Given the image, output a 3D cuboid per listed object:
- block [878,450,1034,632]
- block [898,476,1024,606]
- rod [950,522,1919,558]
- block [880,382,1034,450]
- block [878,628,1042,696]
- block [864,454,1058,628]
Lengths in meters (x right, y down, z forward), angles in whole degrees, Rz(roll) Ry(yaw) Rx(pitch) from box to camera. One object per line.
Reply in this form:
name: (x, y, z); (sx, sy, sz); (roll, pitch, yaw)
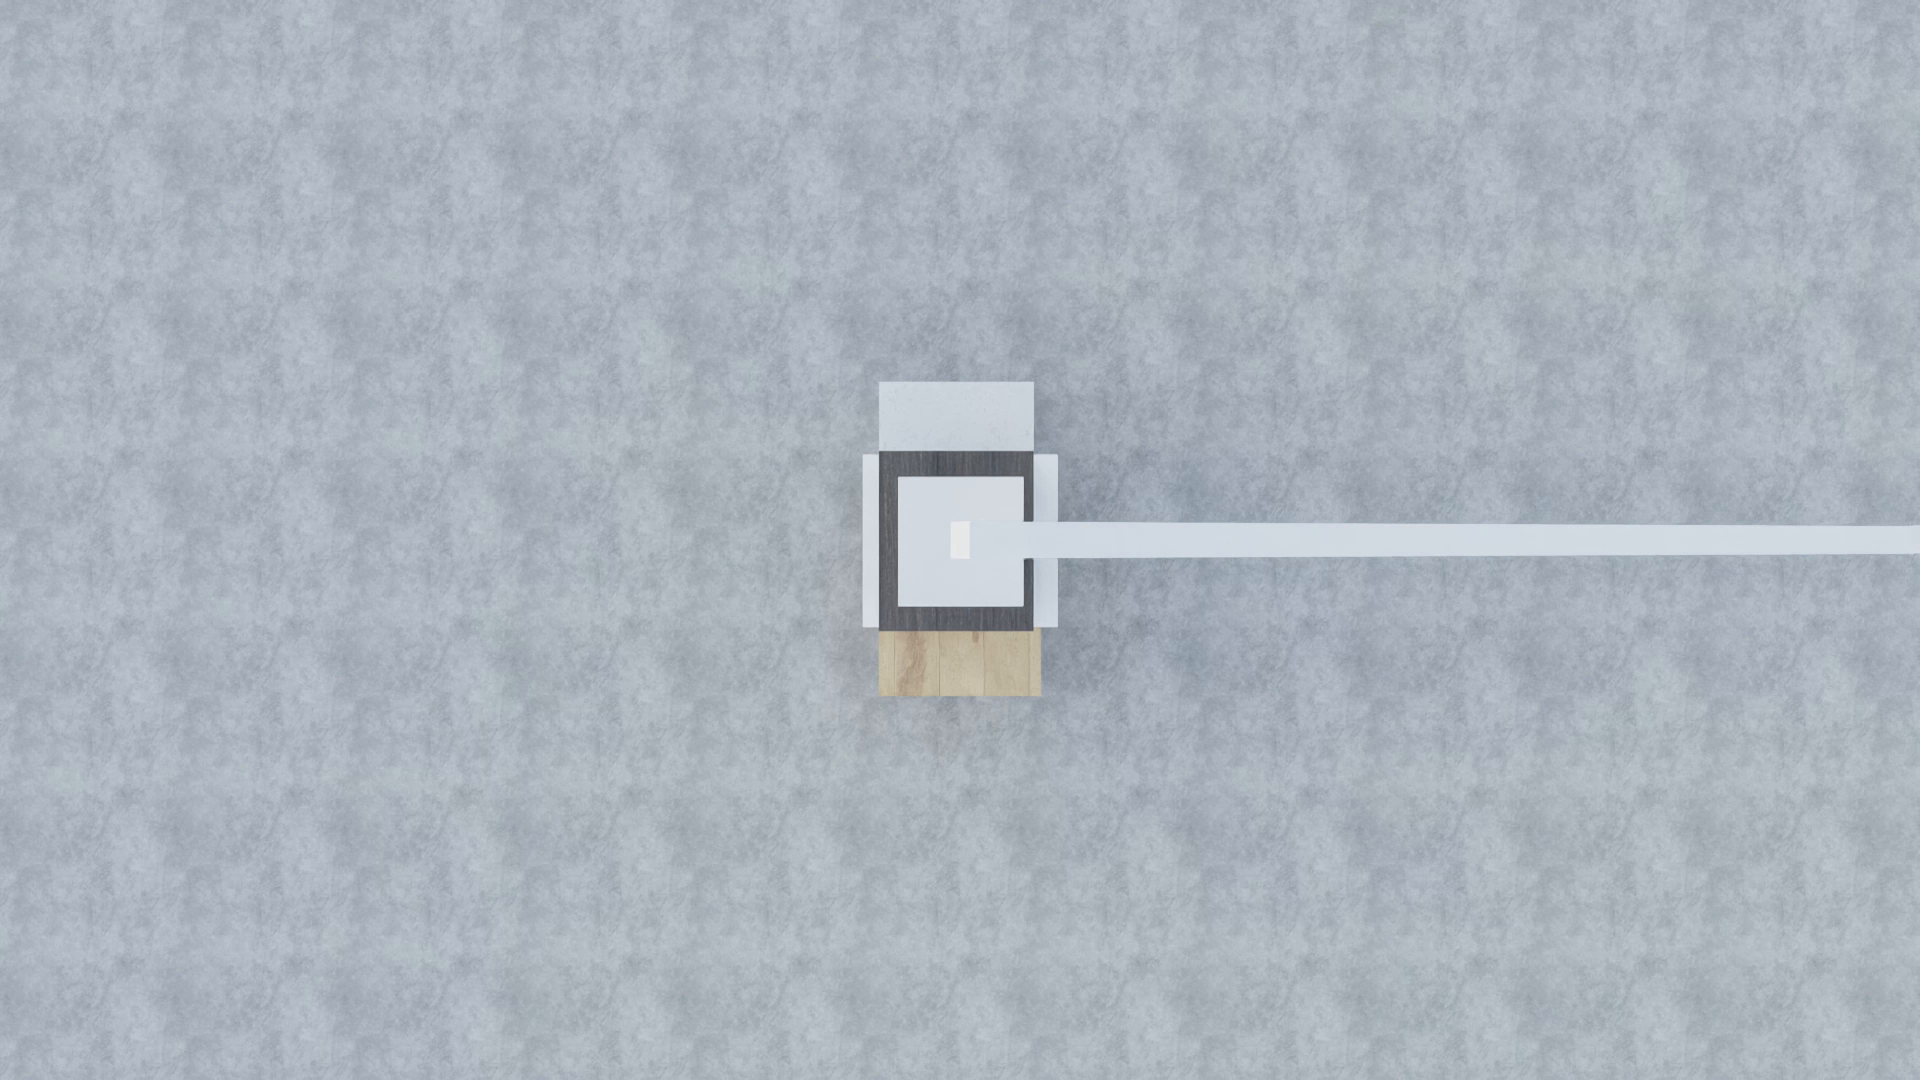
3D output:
block: (-0.017, 0.005, 10.138); (0.693, 0.636, 0.807); (0, 90, 0)
block: (0.004, 0.006, 9.568); (0.531, 0.504, 0.548); (0, 90, 0)
rod: (2.234, 0.000, 6.120); (5.200, 0.080, 0.080); (0, 90, -31)
block: (-0.019, -0.463, 12.555); (0.852, 0.891, 0.816); (0, 90, 0)
block: (0.000, 0.413, 12.630); (0.905, 0.741, 0.916); (0, 90, 0)
block: (0.002, 0.003, 10.892); (0.926, 0.874, 0.820); (0, 90, 0)
